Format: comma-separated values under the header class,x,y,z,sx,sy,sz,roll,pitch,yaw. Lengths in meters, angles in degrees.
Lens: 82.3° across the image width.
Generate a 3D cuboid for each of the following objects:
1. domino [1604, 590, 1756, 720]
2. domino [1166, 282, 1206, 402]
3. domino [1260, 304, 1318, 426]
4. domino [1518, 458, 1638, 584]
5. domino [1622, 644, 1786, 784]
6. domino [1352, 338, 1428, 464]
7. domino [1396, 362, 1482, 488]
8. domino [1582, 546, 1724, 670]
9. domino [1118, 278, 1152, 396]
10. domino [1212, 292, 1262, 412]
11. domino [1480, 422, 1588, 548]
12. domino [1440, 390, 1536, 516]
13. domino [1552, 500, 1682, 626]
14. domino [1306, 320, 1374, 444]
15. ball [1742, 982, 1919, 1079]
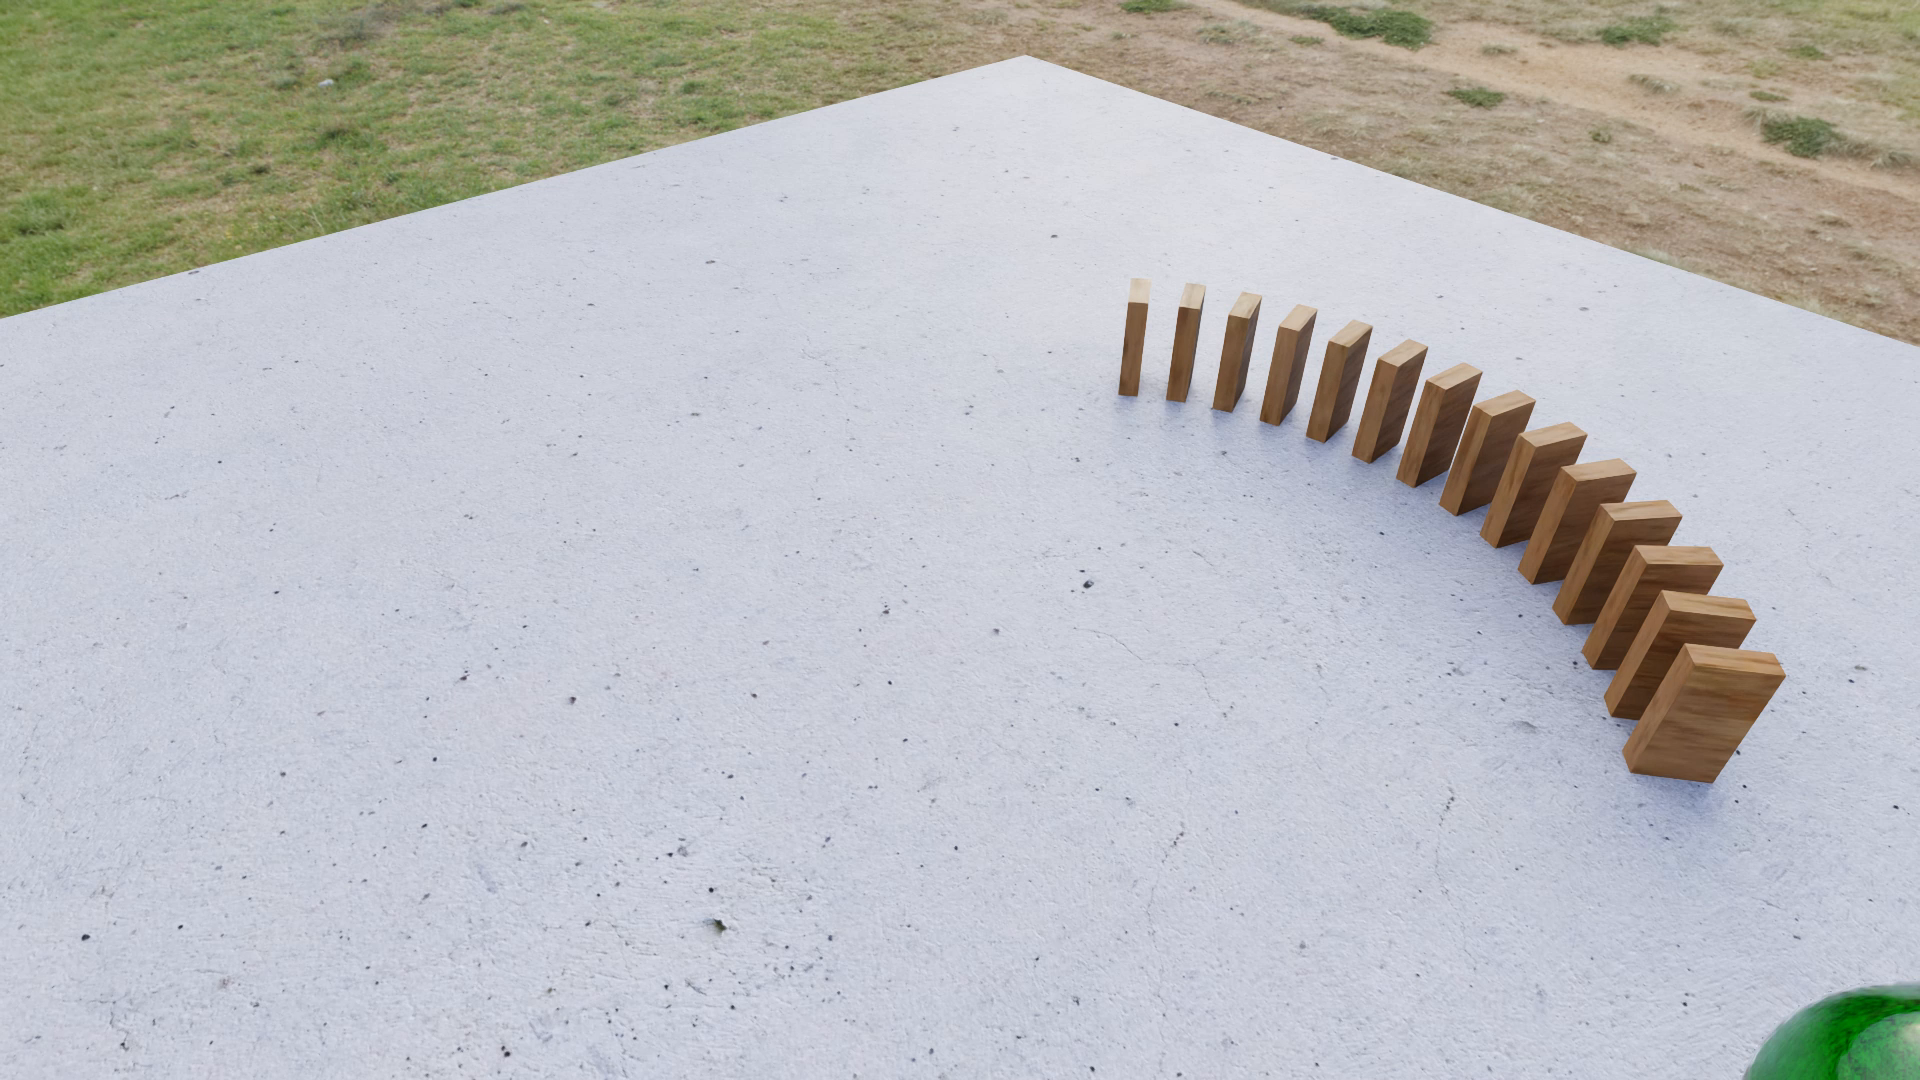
class,x,y,z,sx,sy,sz,roll,pitch,yaw
domino,0.236,0.040,0.363,0.025,0.050,0.010,7,40,8
domino,0.108,-0.094,0.526,0.009,0.050,0.025,11,41,13
domino,0.152,-0.081,0.510,0.009,0.050,0.025,22,44,25
domino,0.235,-0.006,0.419,0.025,0.050,0.009,-8,40,-10
domino,0.231,0.055,0.344,0.025,0.050,0.010,6,40,8
domino,0.190,-0.061,0.486,0.025,0.050,0.009,-30,48,-31
domino,0.205,-0.049,0.471,0.025,0.050,0.009,-24,45,-26
domino,0.239,0.024,0.382,0.025,0.050,0.009,1,39,1
domino,0.084,-0.098,0.531,0.009,0.050,0.025,7,40,8
domino,0.131,-0.088,0.519,0.010,0.050,0.025,17,42,19
domino,0.228,-0.021,0.437,0.025,0.050,0.010,-13,41,-16
domino,0.218,-0.035,0.455,0.025,0.050,0.009,-18,43,-21
domino,0.238,0.009,0.401,0.025,0.050,0.010,-4,39,-4
domino,0.172,-0.072,0.499,0.009,0.050,0.025,28,47,30
ball,0.207,0.133,0.225,0.080,0.080,0.080,0,39,0
